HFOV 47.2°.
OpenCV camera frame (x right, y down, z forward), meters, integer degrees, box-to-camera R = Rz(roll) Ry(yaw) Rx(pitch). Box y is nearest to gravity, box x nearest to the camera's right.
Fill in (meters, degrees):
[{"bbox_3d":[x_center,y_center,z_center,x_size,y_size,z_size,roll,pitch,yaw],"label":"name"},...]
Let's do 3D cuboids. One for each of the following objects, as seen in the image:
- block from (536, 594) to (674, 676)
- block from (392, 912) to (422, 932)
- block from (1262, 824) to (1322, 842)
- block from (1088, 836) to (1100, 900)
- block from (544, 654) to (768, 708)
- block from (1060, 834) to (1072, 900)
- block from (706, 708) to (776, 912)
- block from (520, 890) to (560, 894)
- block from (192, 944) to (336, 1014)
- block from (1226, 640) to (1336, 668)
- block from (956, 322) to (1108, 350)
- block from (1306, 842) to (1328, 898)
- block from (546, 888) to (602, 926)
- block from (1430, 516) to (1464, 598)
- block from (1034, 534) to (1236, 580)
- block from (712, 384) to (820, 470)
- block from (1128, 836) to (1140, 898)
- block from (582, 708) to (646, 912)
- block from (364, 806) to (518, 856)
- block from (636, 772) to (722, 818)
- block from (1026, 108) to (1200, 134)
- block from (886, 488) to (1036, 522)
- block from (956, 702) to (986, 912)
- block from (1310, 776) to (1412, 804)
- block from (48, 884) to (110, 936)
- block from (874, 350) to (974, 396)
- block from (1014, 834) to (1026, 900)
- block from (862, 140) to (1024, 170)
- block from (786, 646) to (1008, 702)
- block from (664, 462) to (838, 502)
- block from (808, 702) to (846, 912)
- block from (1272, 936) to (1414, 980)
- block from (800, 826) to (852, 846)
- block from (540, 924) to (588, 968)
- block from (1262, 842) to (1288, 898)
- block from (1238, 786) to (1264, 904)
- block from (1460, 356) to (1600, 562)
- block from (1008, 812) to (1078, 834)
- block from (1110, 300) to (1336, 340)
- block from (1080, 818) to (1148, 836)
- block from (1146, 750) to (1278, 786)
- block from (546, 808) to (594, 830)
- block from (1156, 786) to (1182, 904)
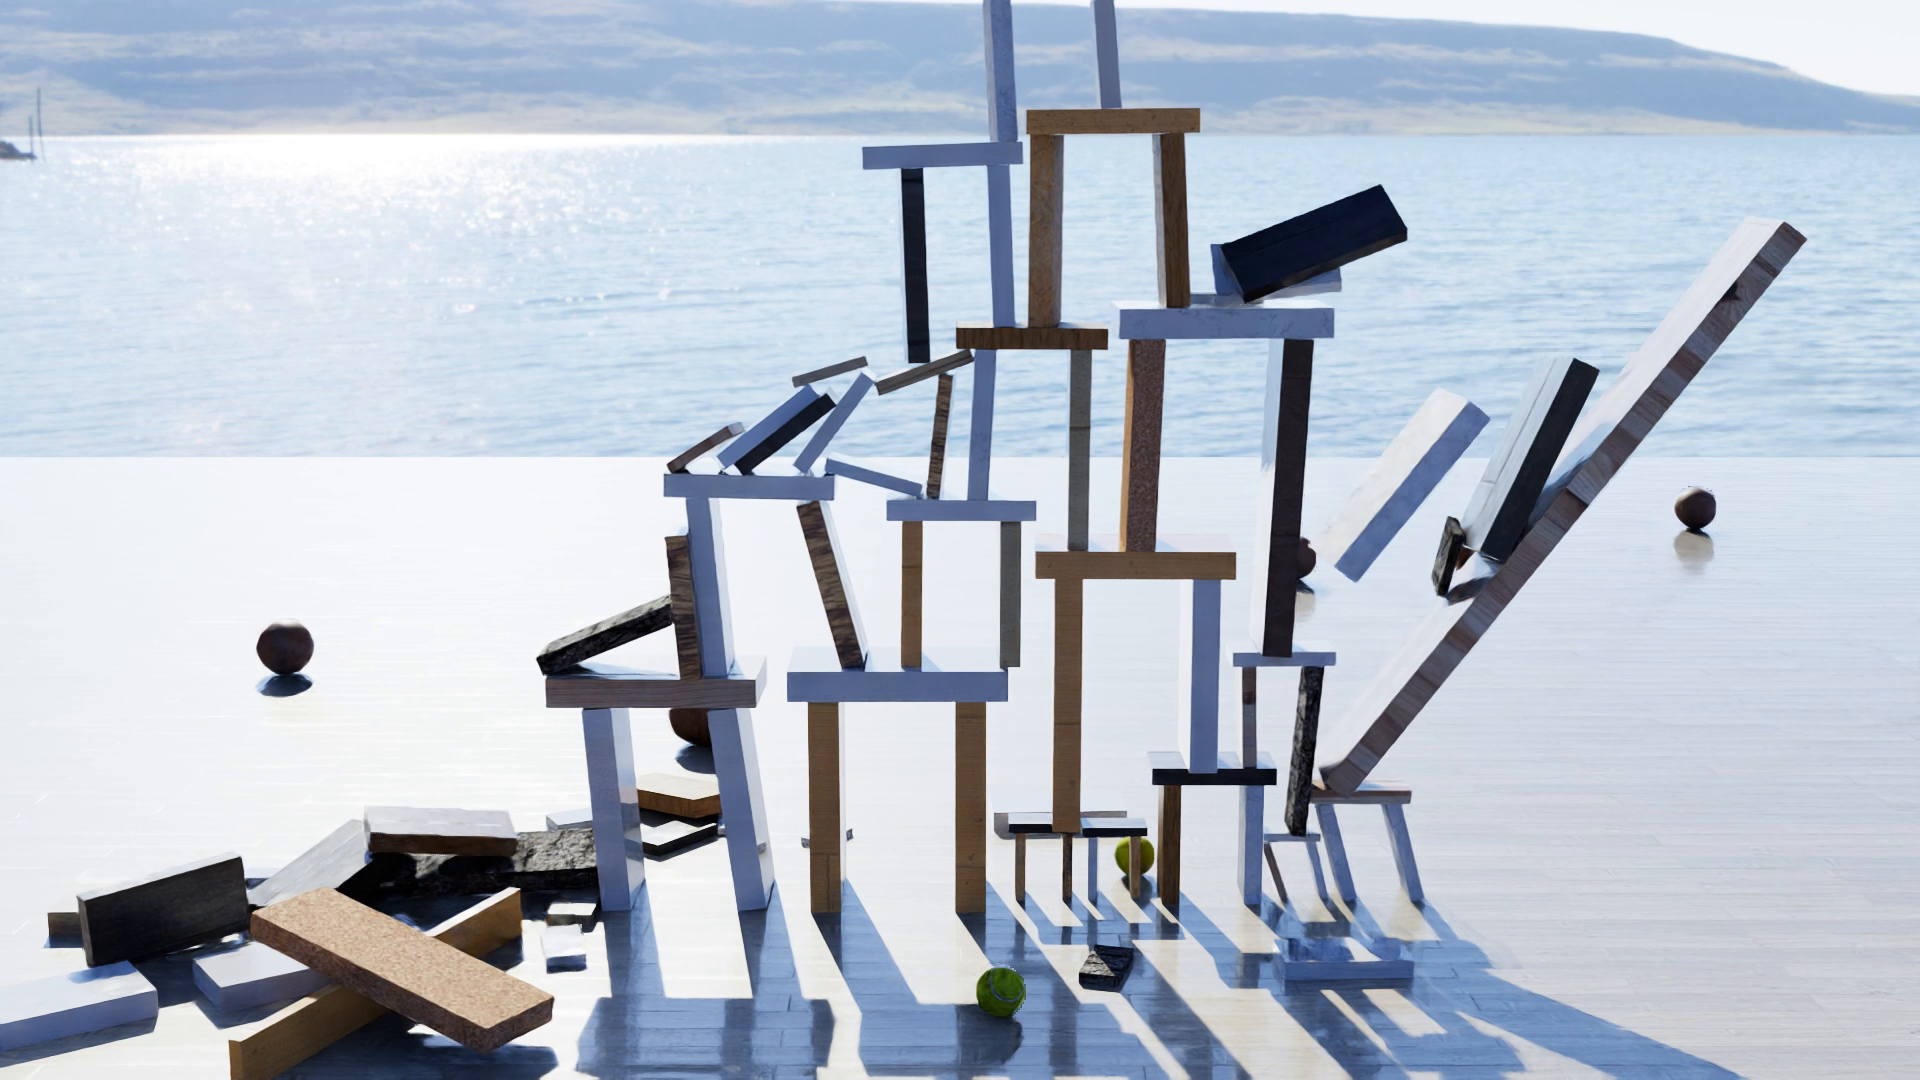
[{"bbox_3d":[-0.569,0.152,3.593,0.236,0.033,0.118,-22,9,4],"label":"block"},{"bbox_3d":[-0.882,0.614,3.462,0.049,0.014,0.097,-21,17,-23],"label":"block"},{"bbox_3d":[0.546,0.486,3.648,0.099,0.014,0.049,0,11,1],"label":"block"},{"bbox_3d":[0.222,0.538,3.656,0.015,0.107,0.054,1,11,7],"label":"block"},{"bbox_3d":[-0.494,0.231,3.604,0.338,0.048,0.169,0,11,1],"label":"block"},{"bbox_3d":[0.177,0.534,3.655,0.016,0.115,0.058,0,11,0],"label":"block"},{"bbox_3d":[-0.361,0.422,3.638,0.048,0.338,0.169,-7,10,1],"label":"block"},{"bbox_3d":[-0.667,0.575,3.695,0.141,0.020,0.071,0,10,3],"label":"block"},{"bbox_3d":[-0.988,0.638,3.301,0.281,0.040,0.140,-7,13,-34],"label":"block"},{"bbox_3d":[0.523,0.185,3.590,0.167,0.024,0.084,-1,10,0],"label":"block"},{"bbox_3d":[0.112,-0.325,3.497,0.238,0.034,0.119,0,11,-1],"label":"block"},{"bbox_3d":[0.593,0.541,3.658,0.014,0.099,0.050,-13,10,4],"label":"block"},{"bbox_3d":[-0.624,0.596,3.584,0.071,0.020,0.141,0,11,0],"label":"block"},{"bbox_3d":[0.799,0.028,3.606,0.017,0.119,0.059,7,30,-3],"label":"block"},{"bbox_3d":[0.281,0.026,3.566,0.319,0.045,0.159,0,11,1],"label":"block"},{"bbox_3d":[-0.310,-0.179,3.488,0.185,0.026,0.093,-39,9,-7],"label":"block"},{"bbox_3d":[0.291,0.537,3.662,0.015,0.107,0.054,0,11,1],"label":"block"},{"bbox_3d":[-0.572,0.423,3.637,0.048,0.338,0.169,-4,11,1],"label":"block"},{"bbox_3d":[-0.862,0.482,3.646,0.236,0.033,0.118,5,14,-20],"label":"block"},{"bbox_3d":[-0.533,0.477,4.121,0.244,0.035,0.122,4,8,41],"label":"block"},{"bbox_3d":[0.236,-0.655,3.442,0.266,0.038,0.133,0,11,1],"label":"block"},{"bbox_3d":[0.002,-0.057,3.542,0.239,0.034,0.119,0,11,0],"label":"block"},{"bbox_3d":[0.017,0.417,3.634,0.050,0.354,0.177,0,11,0],"label":"block"},{"bbox_3d":[0.656,0.414,3.640,0.167,0.024,0.083,0,10,0],"label":"block"},{"bbox_3d":[-1.310,0.593,3.546,0.269,0.038,0.135,0,11,-2],"label":"block"},{"bbox_3d":[-0.056,-0.270,3.500,0.159,0.023,0.080,-20,8,3],"label":"block"},{"bbox_3d":[0.100,0.534,3.656,0.016,0.115,0.058,0,11,0],"label":"block"},{"bbox_3d":[-0.028,-0.607,3.468,0.249,0.035,0.125,-2,11,-1],"label":"block"},{"bbox_3d":[-0.100,0.218,3.595,0.354,0.050,0.177,0,11,0],"label":"block"},{"bbox_3d":[-0.334,-0.096,3.542,0.271,0.038,0.135,1,11,-1],"label":"block"},{"bbox_3d":[-0.219,0.417,3.634,0.050,0.354,0.177,0,11,0],"label":"block"},{"bbox_3d":[0.582,0.636,3.345,0.195,0.028,0.098,0,11,-3],"label":"block"},{"bbox_3d":[-0.239,0.531,3.948,0.047,0.013,0.094,7,12,32],"label":"block"},{"bbox_3d":[-0.615,0.629,3.406,0.061,0.017,0.122,-3,12,-15],"label":"block"},{"bbox_3d":[0.521,0.542,3.659,0.014,0.099,0.049,-19,10,5],"label":"block"},{"bbox_3d":[0.482,0.490,3.651,0.029,0.203,0.102,0,11,1],"label":"block"},{"bbox_3d":[0.906,-0.132,3.532,0.047,0.335,0.167,25,4,-5],"label":"block"},{"bbox_3d":[0.138,0.469,3.644,0.115,0.016,0.058,0,11,1],"label":"block"},{"bbox_3d":[0.414,-0.351,3.498,0.335,0.047,0.167,0,11,-1],"label":"block"},{"bbox_3d":[0.255,0.477,3.650,0.107,0.015,0.054,0,11,-1],"label":"block"},{"bbox_3d":[0.414,0.376,3.628,0.203,0.029,0.102,0,11,0],"label":"block"},{"bbox_3d":[-0.677,0.512,4.032,0.148,0.021,0.074,-6,12,-27],"label":"block"},{"bbox_3d":[0.347,0.490,3.649,0.029,0.203,0.102,0,11,0],"label":"block"}]
